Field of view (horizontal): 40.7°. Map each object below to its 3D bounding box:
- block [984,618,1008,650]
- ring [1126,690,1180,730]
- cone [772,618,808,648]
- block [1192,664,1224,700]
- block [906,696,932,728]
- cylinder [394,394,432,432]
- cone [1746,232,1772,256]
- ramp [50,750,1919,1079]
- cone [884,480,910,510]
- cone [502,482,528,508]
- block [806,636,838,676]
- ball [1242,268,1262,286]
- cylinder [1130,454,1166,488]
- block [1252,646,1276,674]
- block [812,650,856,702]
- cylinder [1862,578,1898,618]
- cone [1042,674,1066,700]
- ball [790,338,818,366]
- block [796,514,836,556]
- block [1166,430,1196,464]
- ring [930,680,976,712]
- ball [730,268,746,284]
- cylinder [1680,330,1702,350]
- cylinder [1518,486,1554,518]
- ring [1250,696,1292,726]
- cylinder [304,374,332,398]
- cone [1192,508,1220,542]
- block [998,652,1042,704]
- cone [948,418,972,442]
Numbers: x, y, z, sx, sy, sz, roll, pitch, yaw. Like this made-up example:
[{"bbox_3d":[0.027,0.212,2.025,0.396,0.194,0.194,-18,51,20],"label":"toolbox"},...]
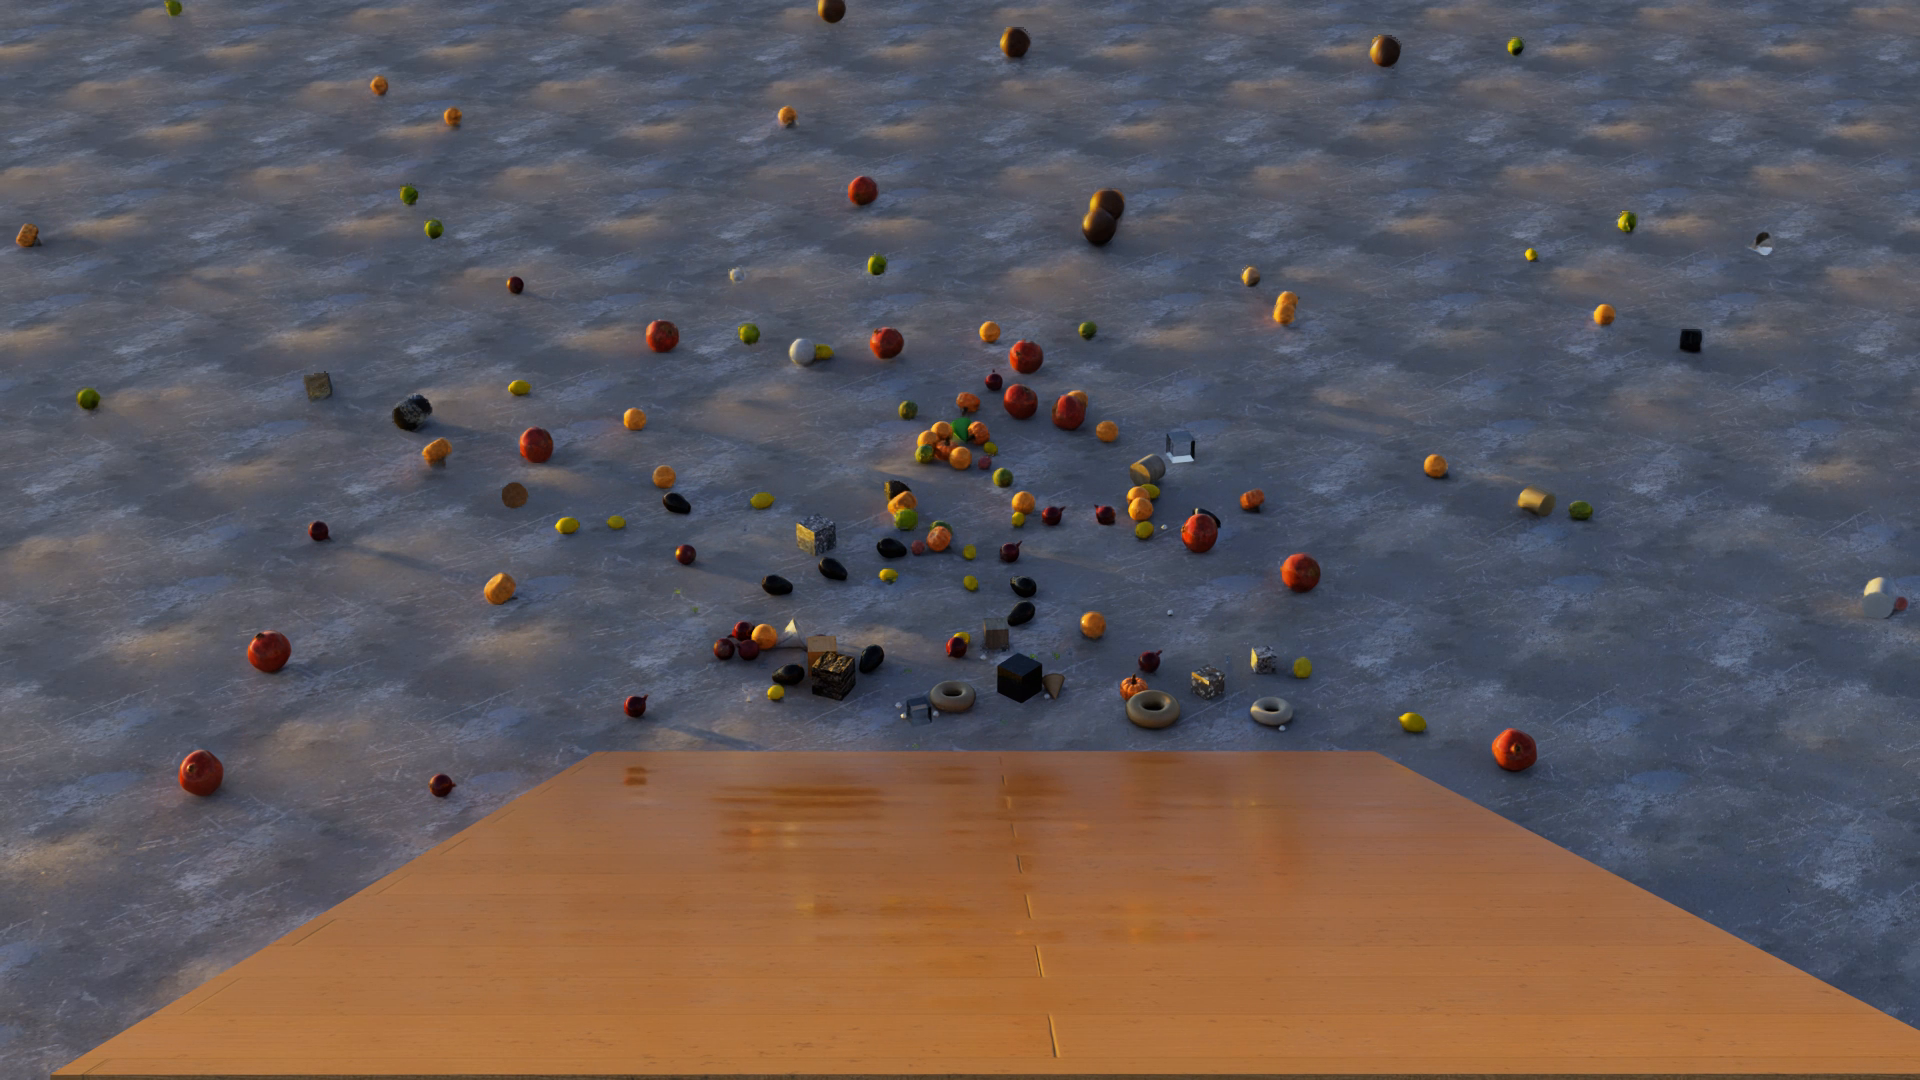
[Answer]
[{"bbox_3d":[0.101,0.262,7.252,0.065,0.065,0.065,-2,30,-4],"label":"block"},{"bbox_3d":[0.517,0.454,6.932,0.148,0.049,0.148,0,31,0],"label":"ring"},{"bbox_3d":[-0.486,0.282,7.240,0.093,0.093,0.093,-27,30,6],"label":"cone"},{"bbox_3d":[0.674,0.387,7.035,0.063,0.063,0.063,-24,37,-35],"label":"block"},{"bbox_3d":[-0.109,0.459,6.918,0.053,0.053,0.053,-9,31,-16],"label":"block"},{"bbox_3d":[-1.779,-0.413,8.406,0.090,0.090,0.090,10,31,16],"label":"cylinder"},{"bbox_3d":[2.967,-1.100,9.656,0.089,0.089,0.089,-20,8,-30],"label":"cone"},{"bbox_3d":[0.067,0.595,4.651,2.000,0.100,4.000,0,0,0],"label":"ramp"},{"bbox_3d":[-0.204,-0.124,7.954,0.083,0.083,0.083,8,58,13],"label":"cone"},{"bbox_3d":[-1.380,-0.137,7.978,0.079,0.079,0.079,-11,5,-18],"label":"cone"},{"bbox_3d":[-0.380,0.320,7.133,0.080,0.080,0.080,-2,30,-4],"label":"block"},{"bbox_3d":[1.058,-0.955,9.377,0.066,0.066,0.066,0,30,0],"label":"ball"},{"bbox_3d":[0.585,-0.217,8.071,0.081,0.081,0.081,23,37,35],"label":"cylinder"},{"bbox_3d":[0.838,0.332,7.139,0.055,0.055,0.055,-4,30,-8],"label":"block"},{"bbox_3d":[-0.344,0.369,7.039,0.089,0.089,0.089,12,32,20],"label":"block"},{"bbox_3d":[2.628,0.166,7.396,0.087,0.087,0.087,13,32,21],"label":"cylinder"},{"bbox_3d":[0.256,0.408,7.032,0.067,0.067,0.067,-2,56,-4],"label":"cone"},{"bbox_3d":[-0.532,-0.639,8.797,0.093,0.093,0.093,0,30,0],"label":"ball"},{"bbox_3d":[-0.428,-0.015,7.717,0.082,0.082,0.082,-24,38,-36],"label":"block"},{"bbox_3d":[0.700,-0.296,8.219,0.072,0.072,0.072,-7,30,-11],"label":"block"},{"bbox_3d":[-0.020,0.422,6.994,0.126,0.042,0.126,0,28,0],"label":"ring"},{"bbox_3d":[-0.806,-0.960,9.396,0.056,0.056,0.056,0,30,0],"label":"ball"},{"bbox_3d":[2.516,-0.686,8.908,0.065,0.065,0.065,7,30,11],"label":"cylinder"},{"bbox_3d":[1.762,-0.118,7.903,0.076,0.076,0.076,-22,36,-33],"label":"cylinder"},{"bbox_3d":[0.836,0.459,6.935,0.113,0.038,0.113,-1,30,1],"label":"ring"},{"bbox_3d":[-2.130,-0.510,8.593,0.072,0.072,0.072,-13,32,-22],"label":"cylinder"},{"bbox_3d":[0.720,-0.028,7.779,0.096,0.096,0.096,18,61,28],"label":"cone"},{"bbox_3d":[0.162,0.375,7.032,0.086,0.086,0.086,23,37,35],"label":"block"},{"bbox_3d":[0.011,-0.341,8.335,0.077,0.077,0.077,-9,58,-16],"label":"cone"}]
